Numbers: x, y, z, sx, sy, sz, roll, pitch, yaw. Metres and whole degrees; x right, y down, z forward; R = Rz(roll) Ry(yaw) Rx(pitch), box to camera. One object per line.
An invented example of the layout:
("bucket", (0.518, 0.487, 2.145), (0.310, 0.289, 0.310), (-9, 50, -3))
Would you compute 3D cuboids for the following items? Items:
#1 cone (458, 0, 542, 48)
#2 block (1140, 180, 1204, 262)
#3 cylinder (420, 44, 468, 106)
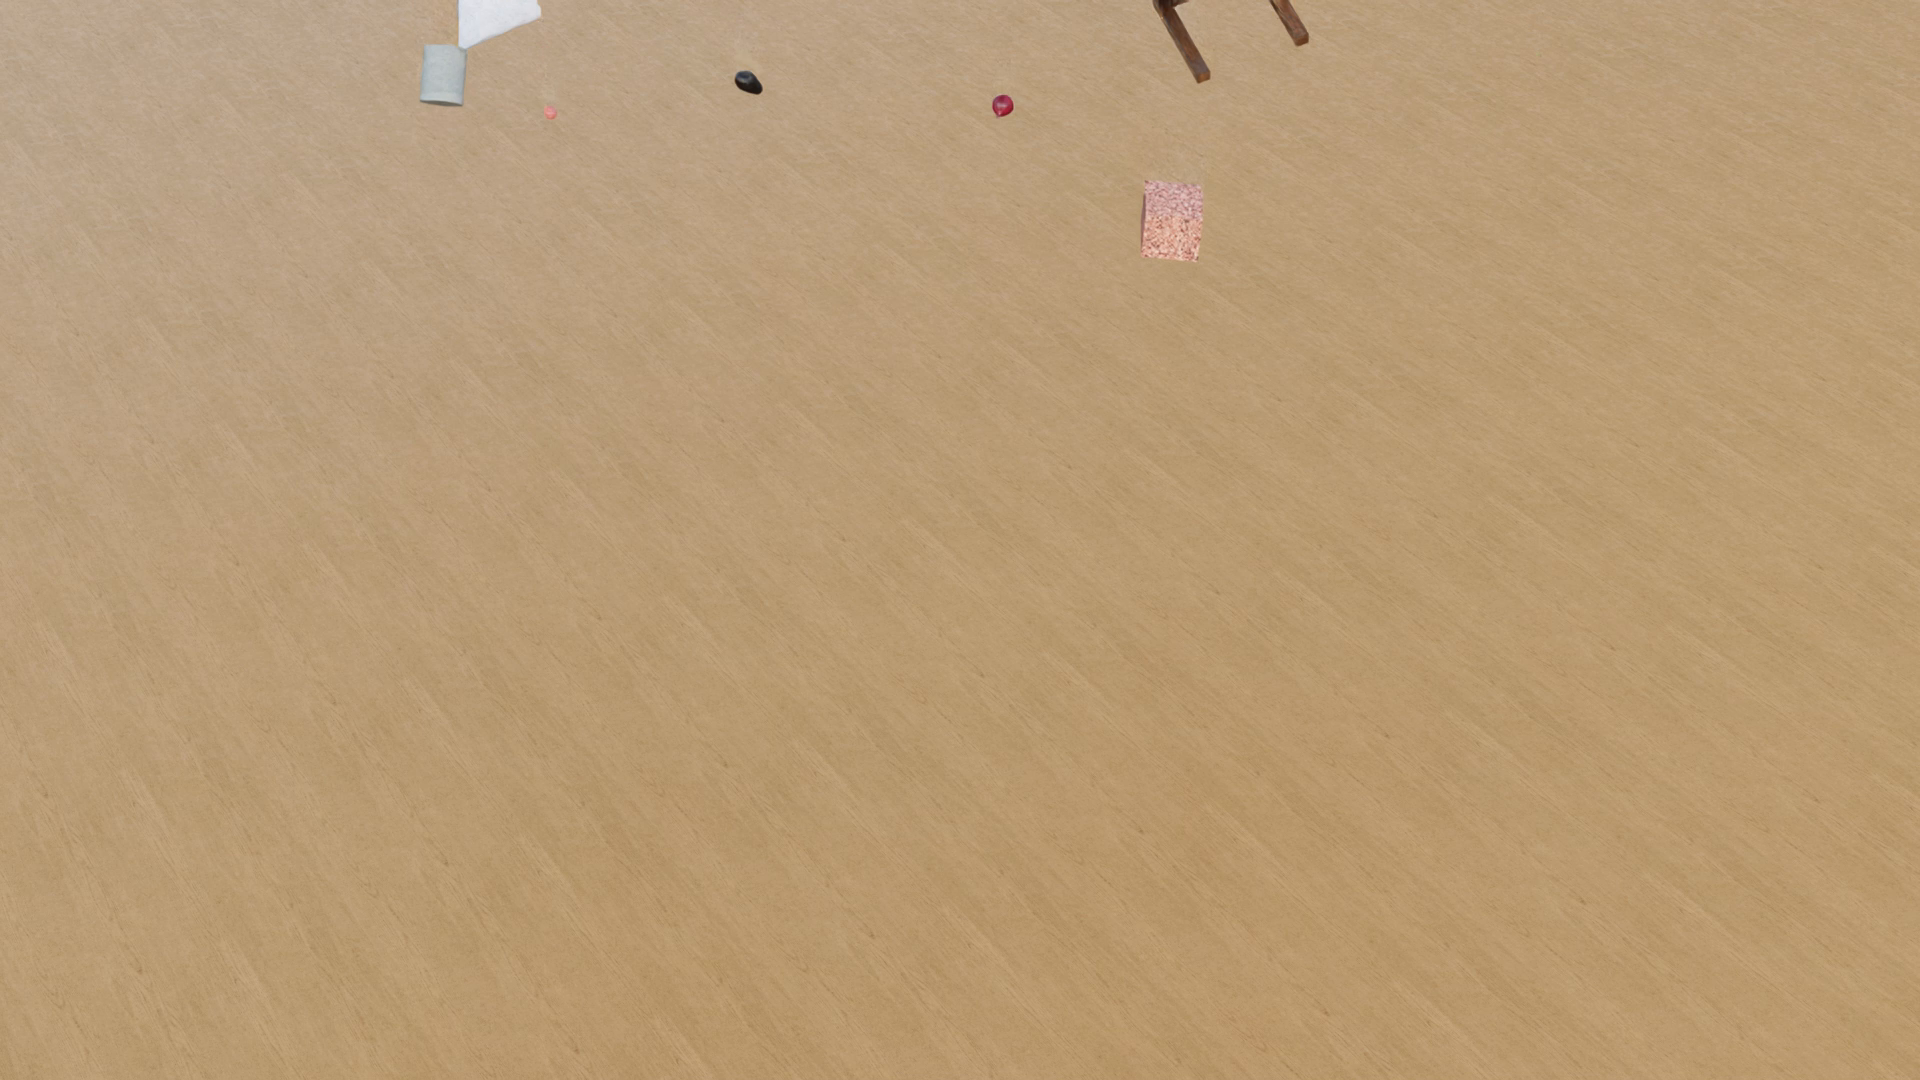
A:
("cone", (-1.505, -1.624, 9.176), (0.303, 0.166, 0.285), (31, 58, -9))
("block", (0.633, -0.956, 8.785), (0.169, 0.143, 0.219), (5, 35, 0))
("cylinder", (-1.589, -1.429, 9.018), (0.134, 0.172, 0.113), (5, 0, -6))
